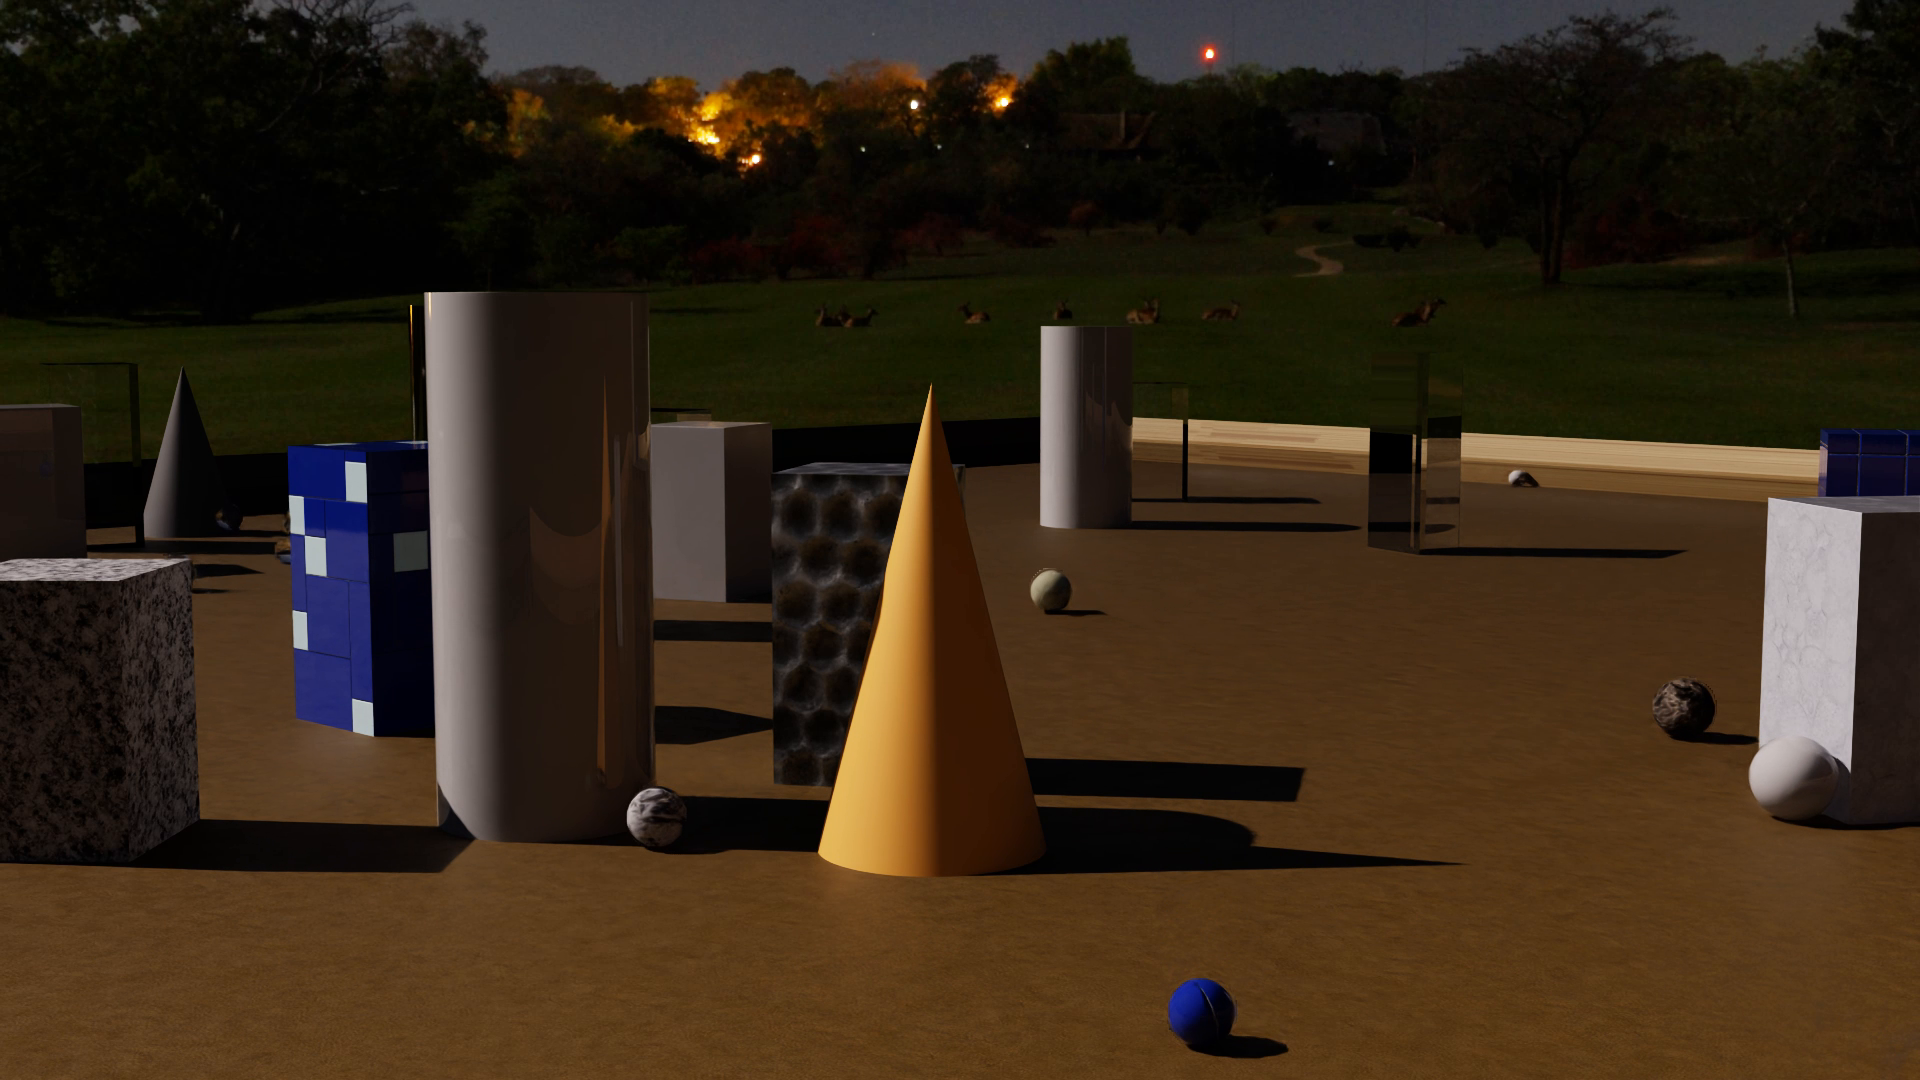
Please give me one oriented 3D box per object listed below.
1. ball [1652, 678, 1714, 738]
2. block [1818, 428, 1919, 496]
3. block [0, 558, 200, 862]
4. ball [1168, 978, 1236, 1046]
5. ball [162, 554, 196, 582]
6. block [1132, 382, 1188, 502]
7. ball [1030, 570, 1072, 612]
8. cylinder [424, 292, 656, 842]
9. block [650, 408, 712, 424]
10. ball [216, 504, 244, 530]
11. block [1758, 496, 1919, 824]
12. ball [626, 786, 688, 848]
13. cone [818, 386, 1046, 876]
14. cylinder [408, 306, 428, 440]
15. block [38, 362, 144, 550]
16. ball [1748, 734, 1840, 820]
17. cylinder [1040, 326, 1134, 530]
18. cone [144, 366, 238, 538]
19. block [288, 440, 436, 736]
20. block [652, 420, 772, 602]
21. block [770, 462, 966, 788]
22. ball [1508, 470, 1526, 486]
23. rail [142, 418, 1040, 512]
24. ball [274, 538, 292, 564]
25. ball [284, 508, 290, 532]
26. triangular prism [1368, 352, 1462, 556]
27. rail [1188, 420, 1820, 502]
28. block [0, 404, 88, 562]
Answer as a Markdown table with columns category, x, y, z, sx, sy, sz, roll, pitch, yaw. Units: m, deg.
| category | x | y | z | sx | sy | sz | roll | pitch | yaw |
| --- | --- | --- | --- | --- | --- | --- | --- | --- | --- |
| ball | 0.751 | 0.175 | 2.283 | 0.061 | 0.061 | 0.061 | 0 | 6 | 0 |
| block | 1.334 | -0.025 | 3.200 | 0.152 | 0.266 | 0.152 | 2 | 6 | 17 |
| block | -0.742 | 0.138 | 1.837 | 0.152 | 0.229 | 0.152 | 0 | 6 | 2 |
| ball | 0.146 | 0.286 | 1.331 | 0.041 | 0.041 | 0.041 | 0 | 6 | 0 |
| ball | -1.235 | 0.051 | 3.467 | 0.059 | 0.059 | 0.059 | 0 | 6 | 0 |
| block | 0.446 | -0.230 | 5.120 | 0.152 | 0.271 | 0.152 | 0 | 6 | -1 |
| ball | 0.134 | 0.075 | 3.225 | 0.061 | 0.061 | 0.061 | 0 | 6 | 0 |
| cylinder | -0.362 | 0.016 | 1.907 | 0.190 | 0.457 | 0.190 | 0 | 6 | 0 |
| block | -0.629 | -0.161 | 4.662 | 0.152 | 0.230 | 0.152 | 2 | 6 | 21 |
| ball | -1.432 | -0.045 | 4.308 | 0.052 | 0.052 | 0.052 | 0 | 6 | 0 |
| block | 0.831 | 0.102 | 1.974 | 0.152 | 0.271 | 0.152 | -1 | 6 | -9 |
| ball | -0.251 | 0.229 | 1.822 | 0.050 | 0.050 | 0.050 | 0 | 6 | 0 |
| cone | -0.023 | 0.064 | 1.800 | 0.190 | 0.384 | 0.190 | 0 | 6 | 0 |
| cylinder | -0.665 | -0.101 | 3.060 | 0.190 | 0.447 | 0.190 | 0 | 6 | 0 |
| block | -1.624 | -0.159 | 4.112 | 0.152 | 0.341 | 0.152 | -3 | 7 | -29 |
| ball | 0.727 | 0.207 | 1.918 | 0.074 | 0.074 | 0.074 | 0 | 6 | 0 |
| cylinder | 0.260 | -0.235 | 4.515 | 0.190 | 0.407 | 0.190 | 0 | 6 | 0 |
| cone | -1.531 | -0.180 | 4.347 | 0.190 | 0.333 | 0.190 | 0 | 6 | 0 |
| block | -0.615 | 0.046 | 2.382 | 0.152 | 0.297 | 0.152 | 6 | 8 | 42 |
| block | -0.394 | -0.047 | 3.415 | 0.152 | 0.265 | 0.152 | 3 | 7 | 23 |
| block | -0.085 | 0.078 | 2.105 | 0.152 | 0.292 | 0.152 | 1 | 6 | 12 |
| ball | 1.391 | -0.154 | 5.489 | 0.042 | 0.042 | 0.042 | 0 | 6 | 0 |
| rail | -1.452 | -0.133 | 4.897 | 5.069 | 0.123 | 0.045 | -6 | 8 | -42 |
| ball | -1.177 | 0.019 | 3.845 | 0.044 | 0.044 | 0.044 | 0 | 6 | 0 |
| ball | -1.279 | -0.039 | 4.278 | 0.068 | 0.068 | 0.068 | 0 | 6 | 0 |
| triangular prism | 0.823 | -0.165 | 4.059 | 0.142 | 0.364 | 0.164 | 4 | 7 | 35 |
| rail | 1.845 | -0.147 | 5.026 | 0.045 | 0.123 | 4.331 | -6 | 8 | -42 |
| block | -1.590 | -0.089 | 3.746 | 0.152 | 0.278 | 0.152 | -4 | 7 | -35 |
